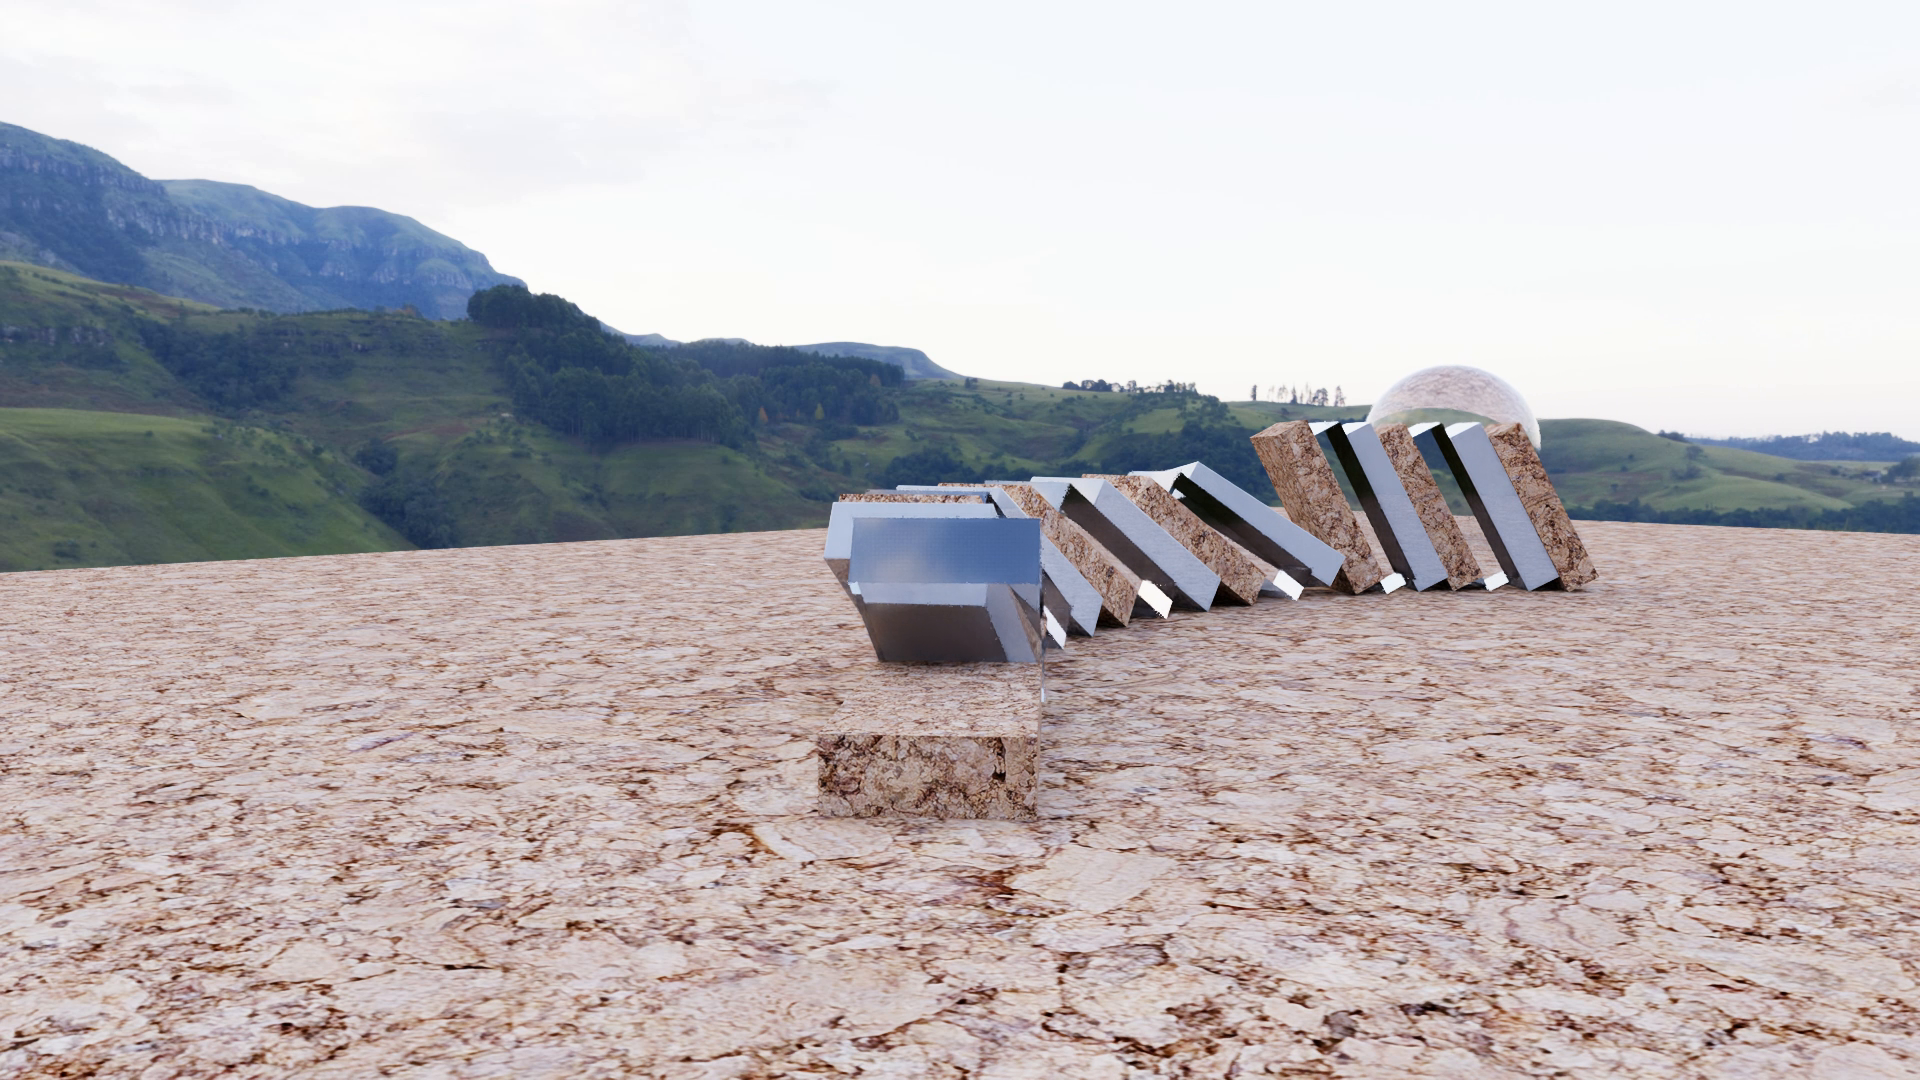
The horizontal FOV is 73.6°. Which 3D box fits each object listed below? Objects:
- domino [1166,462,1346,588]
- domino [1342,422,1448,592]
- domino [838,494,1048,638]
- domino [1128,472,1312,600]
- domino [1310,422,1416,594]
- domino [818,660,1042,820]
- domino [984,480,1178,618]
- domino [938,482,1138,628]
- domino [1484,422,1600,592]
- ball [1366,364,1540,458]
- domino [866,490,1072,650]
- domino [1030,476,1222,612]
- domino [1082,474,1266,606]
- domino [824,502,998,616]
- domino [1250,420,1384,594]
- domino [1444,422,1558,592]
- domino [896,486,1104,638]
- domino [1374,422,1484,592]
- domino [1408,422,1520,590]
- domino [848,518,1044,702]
[{"bbox_3d":[0.080,-0.003,0.361,0.050,0.009,0.025,31,-9,-9],"label":"domino"},{"bbox_3d":[0.125,-0.010,0.379,0.009,0.050,0.025,-28,3,3],"label":"domino"},{"bbox_3d":[-0.002,0.008,0.234,0.025,0.010,0.050,1,-27,19],"label":"domino"},{"bbox_3d":[0.069,-0.001,0.349,0.050,0.009,0.025,33,-10,-21],"label":"domino"},{"bbox_3d":[0.113,-0.010,0.375,0.009,0.050,0.025,-28,6,-2],"label":"domino"},{"bbox_3d":[-0.002,0.025,0.171,0.025,0.010,0.050,0,4,4],"label":"domino"},{"bbox_3d":[0.028,0.003,0.306,0.025,0.009,0.050,4,-25,43],"label":"domino"},{"bbox_3d":[0.017,0.004,0.290,0.025,0.010,0.050,4,-26,39],"label":"domino"},{"bbox_3d":[0.168,-0.010,0.380,0.009,0.050,0.025,-28,1,6],"label":"domino"},{"bbox_3d":[0.232,-0.043,0.609,0.080,0.080,0.080,0,4,0],"label":"ball"},{"bbox_3d":[0.002,0.007,0.253,0.025,0.009,0.050,2,-26,25],"label":"domino"},{"bbox_3d":[0.040,0.001,0.322,0.050,0.010,0.025,36,-19,-35],"label":"domino"},{"bbox_3d":[0.054,0.000,0.335,0.050,0.010,0.025,35,-16,-31],"label":"domino"},{"bbox_3d":[-0.003,0.010,0.213,0.025,0.009,0.050,1,-26,13],"label":"domino"},{"bbox_3d":[0.102,-0.010,0.369,0.009,0.050,0.025,-28,5,-3],"label":"domino"},{"bbox_3d":[0.158,-0.010,0.381,0.010,0.050,0.025,-28,1,6],"label":"domino"},{"bbox_3d":[0.008,0.005,0.272,0.025,0.009,0.050,3,-26,34],"label":"domino"},{"bbox_3d":[0.136,-0.010,0.382,0.009,0.050,0.025,-28,1,6],"label":"domino"},{"bbox_3d":[0.147,-0.010,0.383,0.009,0.050,0.025,-28,1,6],"label":"domino"},{"bbox_3d":[0.000,0.012,0.192,0.025,0.009,0.050,0,-25,5],"label":"domino"}]
